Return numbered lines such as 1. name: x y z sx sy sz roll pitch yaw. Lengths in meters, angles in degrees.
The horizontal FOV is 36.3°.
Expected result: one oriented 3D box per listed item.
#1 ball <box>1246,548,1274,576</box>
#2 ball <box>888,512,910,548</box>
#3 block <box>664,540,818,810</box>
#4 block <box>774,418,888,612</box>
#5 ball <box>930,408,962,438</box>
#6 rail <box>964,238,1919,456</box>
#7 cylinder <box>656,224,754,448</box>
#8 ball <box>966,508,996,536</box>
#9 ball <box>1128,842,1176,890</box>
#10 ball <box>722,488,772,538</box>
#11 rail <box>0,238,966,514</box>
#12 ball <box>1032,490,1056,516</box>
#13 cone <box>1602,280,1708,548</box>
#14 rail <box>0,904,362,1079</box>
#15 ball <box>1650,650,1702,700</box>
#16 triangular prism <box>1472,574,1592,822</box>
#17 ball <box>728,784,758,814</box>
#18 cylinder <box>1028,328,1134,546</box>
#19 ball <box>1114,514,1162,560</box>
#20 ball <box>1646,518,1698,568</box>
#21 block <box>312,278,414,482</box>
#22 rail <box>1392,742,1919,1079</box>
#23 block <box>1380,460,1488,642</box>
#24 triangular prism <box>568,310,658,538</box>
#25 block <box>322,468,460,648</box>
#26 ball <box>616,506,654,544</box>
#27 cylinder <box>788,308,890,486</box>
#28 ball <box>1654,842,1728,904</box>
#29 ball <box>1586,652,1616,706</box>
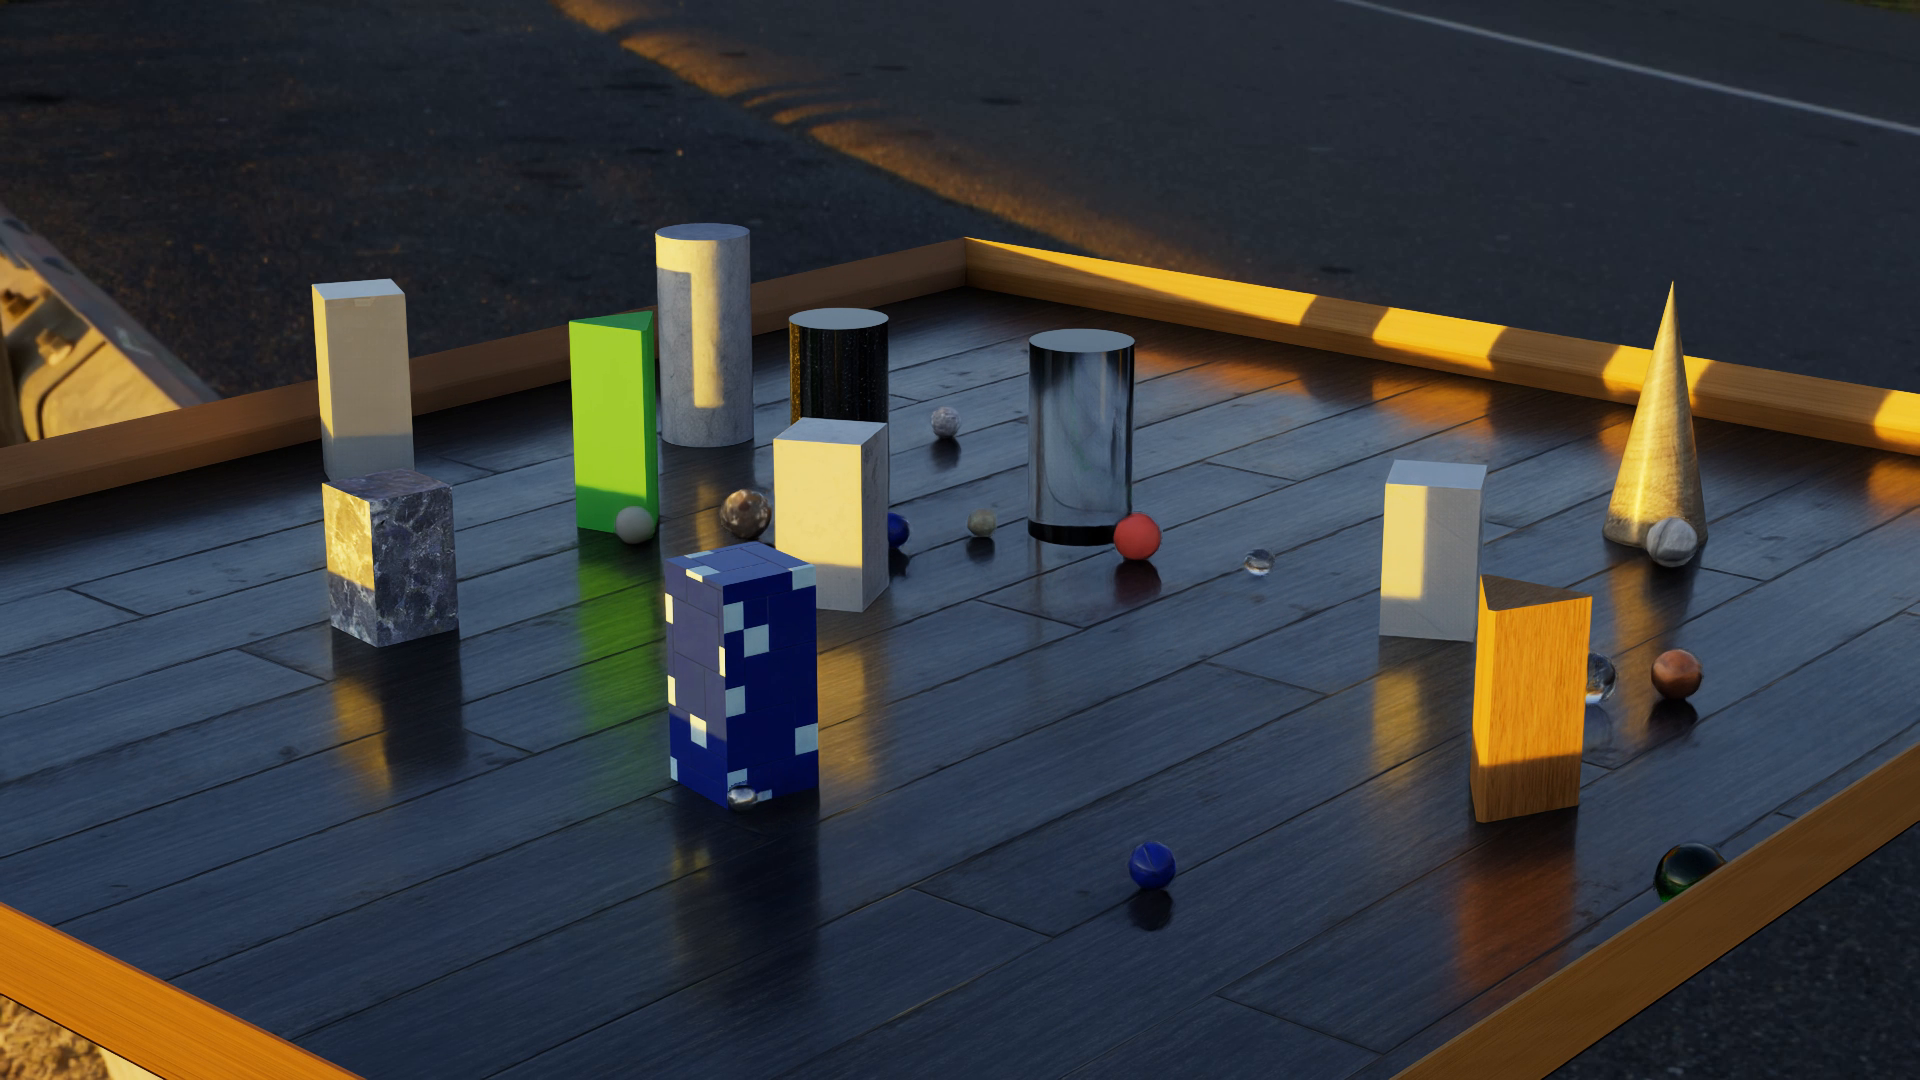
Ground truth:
1. ball: 0.534 0.040 5.228 0.051 0.051 0.051 0 17 0
2. ball: -0.127 -0.018 5.390 0.068 0.068 0.068 0 17 0
3. block: -0.314 0.193 4.229 0.156 0.335 0.156 -12 21 -35
4. block: -0.222 -0.045 5.084 0.156 0.297 0.156 5 17 15
5. ball: -0.030 -0.247 6.153 0.065 0.065 0.065 0 17 0
6. rail: 1.288 -0.397 6.540 3.422 0.126 0.045 14 22 39
7. cylinder: -0.531 -0.428 6.116 0.194 0.434 0.194 0 17 0
8. ball: 0.040 -0.032 5.462 0.053 0.053 0.053 0 17 0
9. ball: 0.256 0.433 3.901 0.064 0.064 0.064 0 17 0
10. ball: -0.396 -0.049 5.449 0.092 0.092 0.092 0 17 0
11. rail: -1.274 -0.288 6.179 0.045 0.126 3.975 14 22 39
12. ball: 0.161 -0.070 5.596 0.049 0.049 0.049 0 17 0
13. cone: 1.299 -0.242 5.411 0.194 0.485 0.194 0 17 0
14. rail: -1.288 0.460 3.700 3.422 0.126 0.045 14 22 39
15. ball: 1.126 0.212 4.608 0.079 0.079 0.079 0 17 0
16. triangular prism: 0.779 0.218 4.181 0.168 0.313 0.146 -7 18 -23
17. ball: -0.307 0.367 4.159 0.041 0.041 0.041 0 17 0
18. cylinder: 0.224 -0.192 5.450 0.194 0.366 0.194 0 17 0
19. ball: 0.322 -0.005 5.316 0.086 0.086 0.086 0 17 0
20. ball: 1.282 0.005 5.276 0.090 0.090 0.090 0 17 0
21. block: -1.182 -0.310 5.812 0.156 0.382 0.156 -6 18 -20
22. rail: 1.274 0.351 4.061 0.045 0.126 3.975 14 22 39
23. block: 0.797 0.016 4.936 0.156 0.264 0.156 4 17 13
24. triangular prism: -0.615 -0.222 5.499 0.168 0.395 0.146 9 19 27
25. block: -0.956 0.027 4.924 0.156 0.250 0.156 -14 22 -39
26. ball: -0.601 -0.028 5.415 0.072 0.072 0.072 0 17 0
27. cylinder: -0.237 -0.271 5.765 0.194 0.336 0.194 0 17 0
28. ball: 0.954 0.442 3.813 0.097 0.097 0.097 0 17 0
29. ball: 0.983 0.216 4.584 0.085 0.085 0.085 0 17 0
